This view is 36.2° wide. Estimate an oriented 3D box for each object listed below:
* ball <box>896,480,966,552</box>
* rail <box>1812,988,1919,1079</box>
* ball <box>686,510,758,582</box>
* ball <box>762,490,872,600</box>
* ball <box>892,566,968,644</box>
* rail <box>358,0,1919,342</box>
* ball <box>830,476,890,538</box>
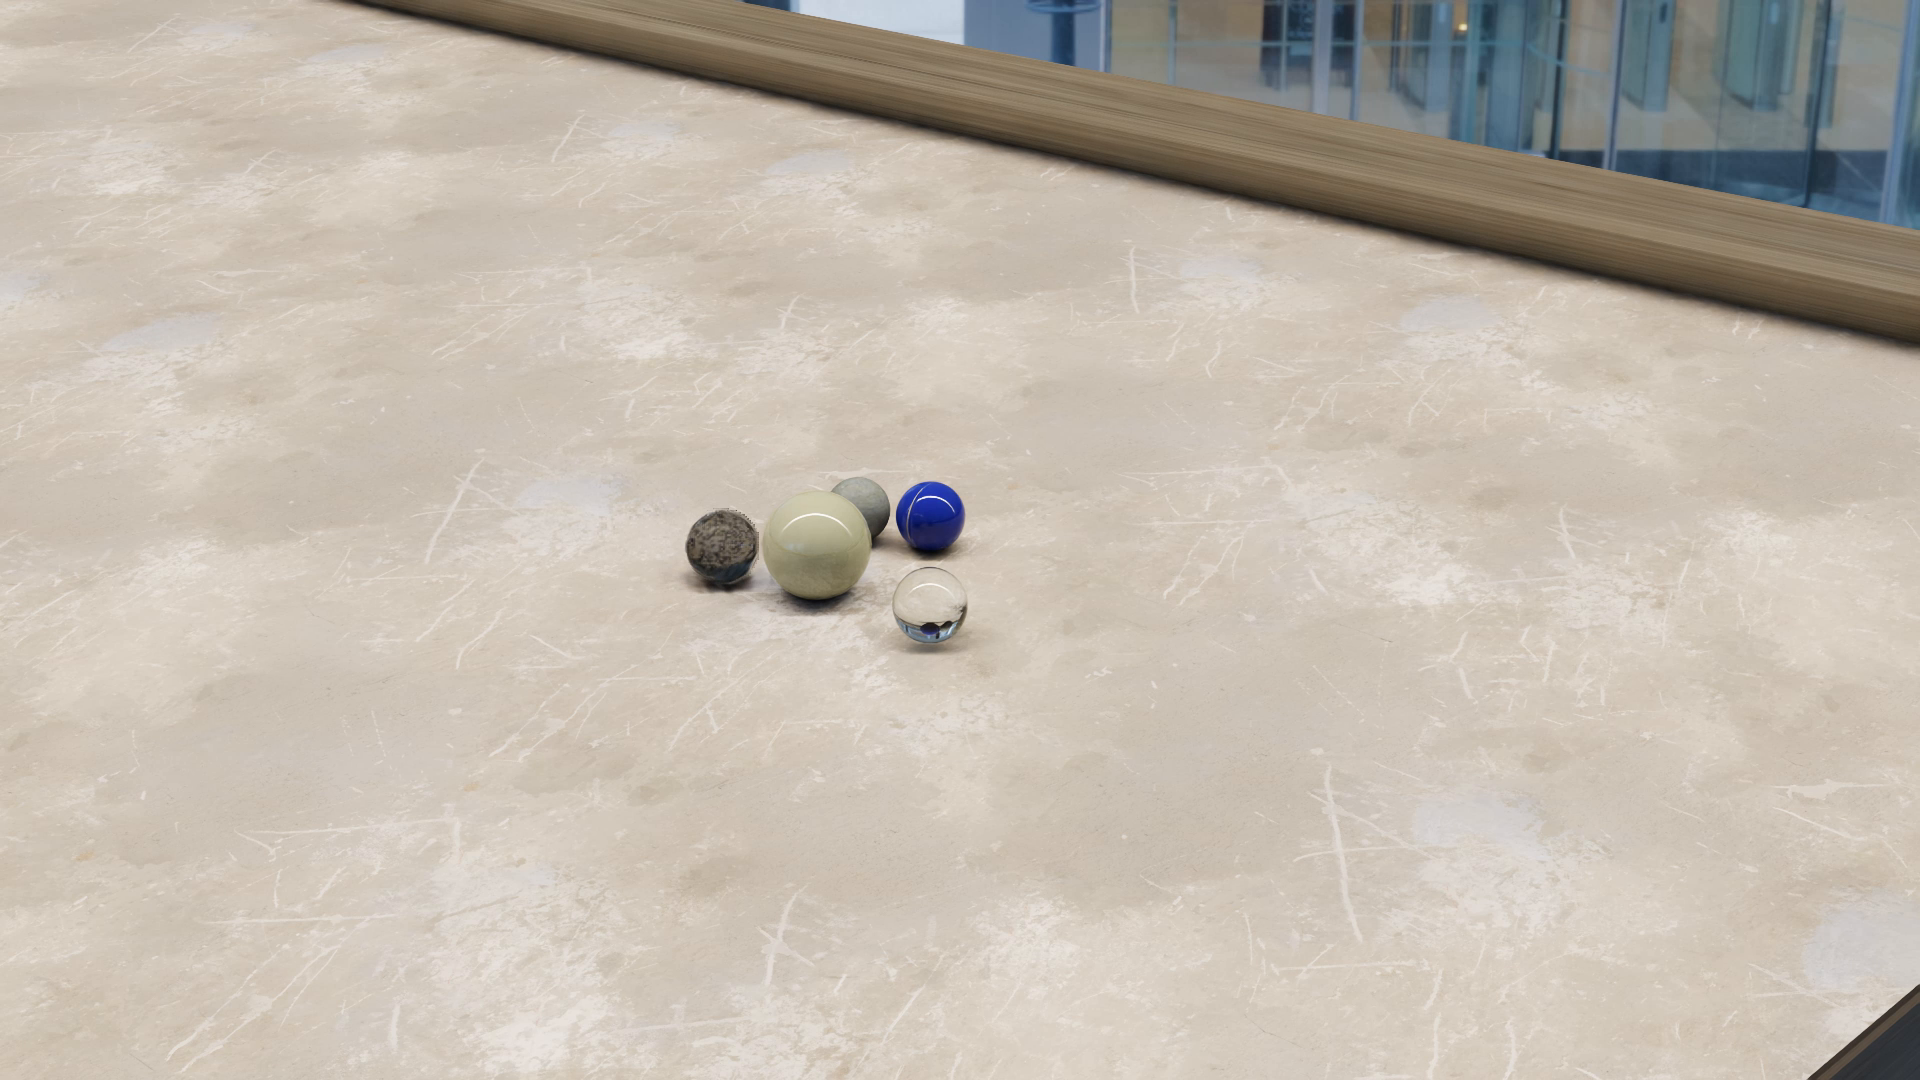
[{"bbox_3d":[-0.026,-0.021,2.620,0.063,0.063,0.063,0,22,0],"label":"ball"},{"bbox_3d":[0.741,0.223,1.924,0.045,0.122,2.377,19,28,39],"label":"rail"},{"bbox_3d":[-0.207,0.006,2.552,0.063,0.063,0.063,0,22,0],"label":"ball"},{"bbox_3d":[-0.122,0.004,2.514,0.094,0.094,0.094,0,22,0],"label":"ball"},{"bbox_3d":[-0.025,0.054,2.432,0.063,0.063,0.063,0,22,0],"label":"ball"},{"bbox_3d":[0.024,-0.600,3.987,4.092,0.122,0.045,19,28,39],"label":"rail"},{"bbox_3d":[-0.092,-0.027,2.641,0.059,0.059,0.059,0,22,0],"label":"ball"}]
